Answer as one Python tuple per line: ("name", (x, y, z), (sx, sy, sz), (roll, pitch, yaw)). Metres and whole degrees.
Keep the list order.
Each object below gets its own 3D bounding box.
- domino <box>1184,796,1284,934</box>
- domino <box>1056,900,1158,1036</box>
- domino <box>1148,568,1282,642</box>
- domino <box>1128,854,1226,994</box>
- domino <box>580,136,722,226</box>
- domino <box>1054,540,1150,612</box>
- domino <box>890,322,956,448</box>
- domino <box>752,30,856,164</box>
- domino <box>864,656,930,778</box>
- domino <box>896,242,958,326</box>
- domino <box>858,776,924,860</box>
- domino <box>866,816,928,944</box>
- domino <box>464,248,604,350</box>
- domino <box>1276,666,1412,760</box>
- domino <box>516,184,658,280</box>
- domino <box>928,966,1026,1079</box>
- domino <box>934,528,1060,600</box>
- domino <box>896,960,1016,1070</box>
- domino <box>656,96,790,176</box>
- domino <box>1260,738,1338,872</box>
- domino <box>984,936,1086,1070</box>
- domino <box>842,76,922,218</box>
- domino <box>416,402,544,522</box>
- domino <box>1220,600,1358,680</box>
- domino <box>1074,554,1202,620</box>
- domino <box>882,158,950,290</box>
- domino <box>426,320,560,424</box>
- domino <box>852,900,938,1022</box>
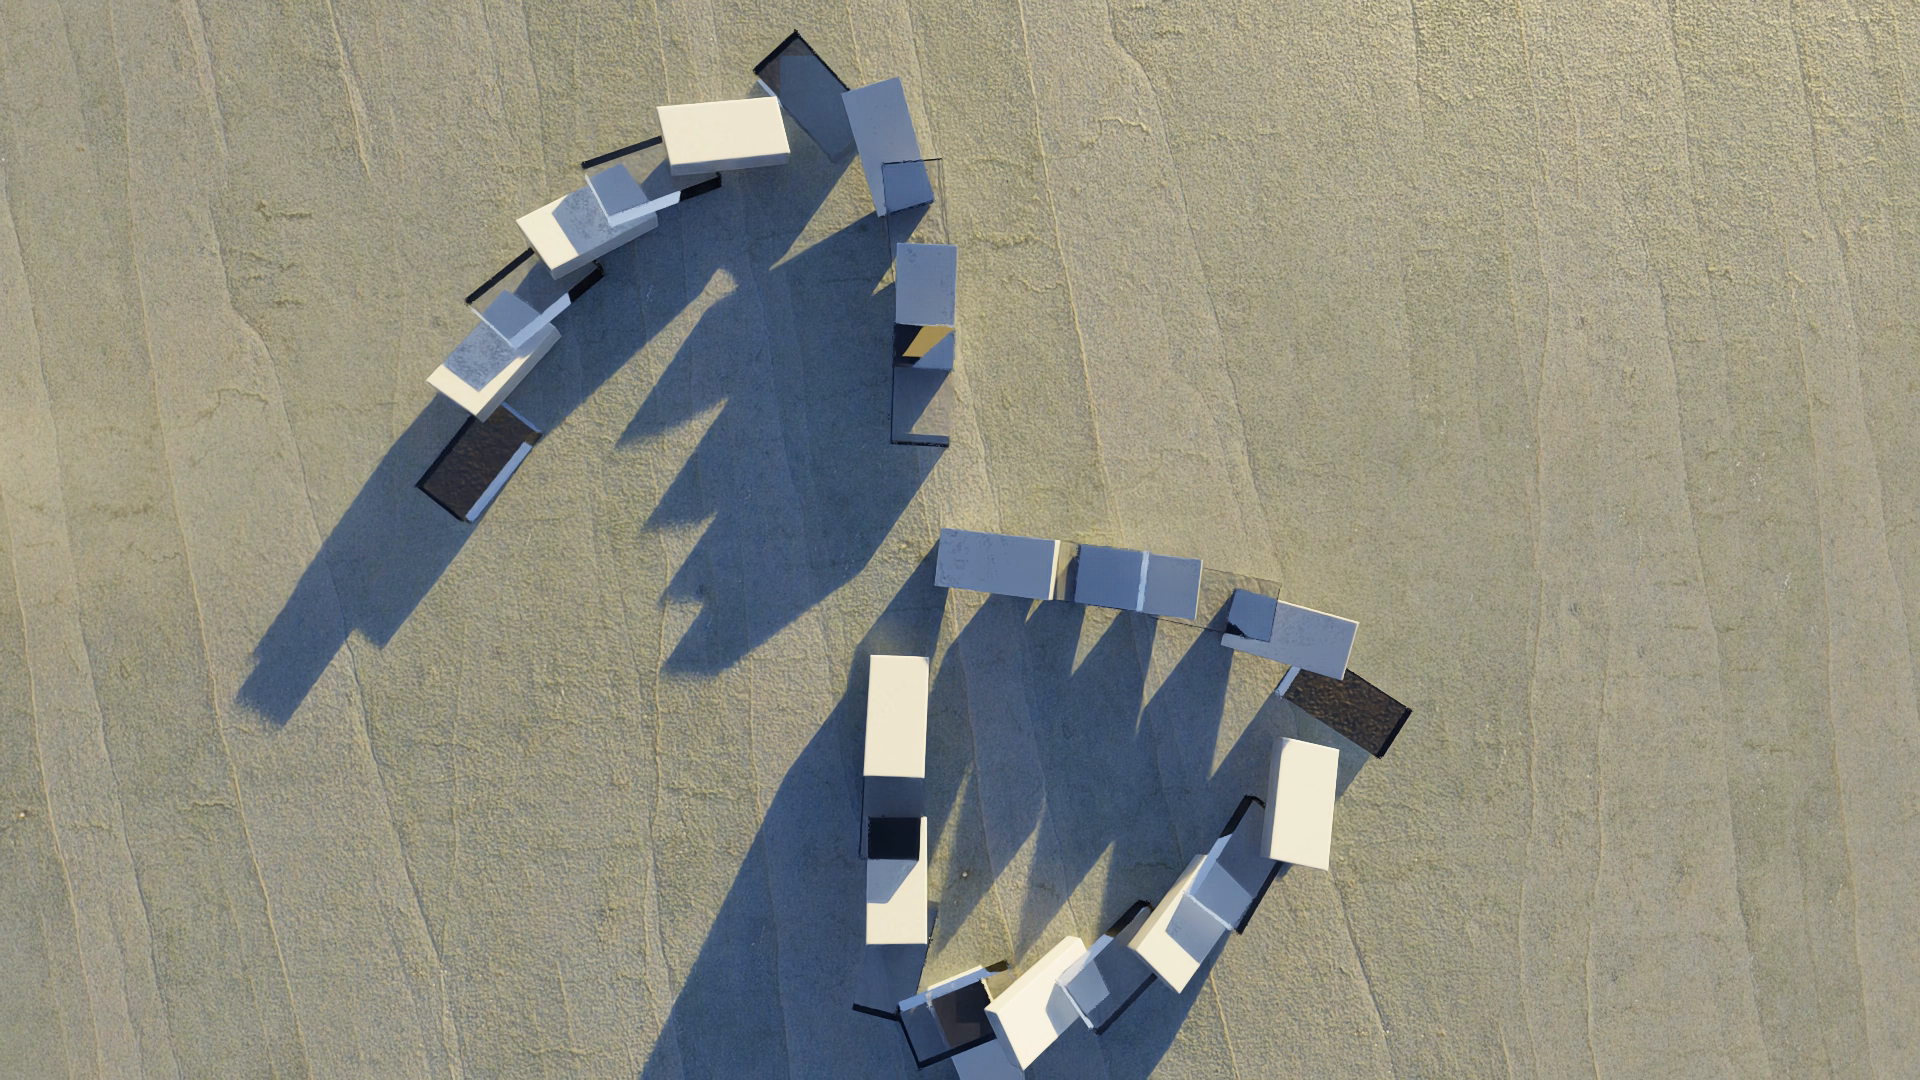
("domino", (0.120, 0.137, 0.388), (0.025, 0.009, 0.050), (39, 73, 0))
("domino", (0.068, 0.179, 0.386), (0.050, 0.010, 0.025), (-34, 90, -22))
("domino", (0.107, 0.025, 0.388), (0.050, 0.009, 0.025), (11, 90, 17))
("domino", (0.097, 0.161, 0.387), (0.025, 0.010, 0.050), (45, 71, 0))
("domino", (-0.130, -0.155, 0.388), (0.050, 0.010, 0.025), (-28, 90, -17))
("domino", (0.052, 0.014, 0.385), (0.050, 0.009, 0.025), (7, 90, 26))
("domino", (-0.016, -0.066, 0.388), (0.025, 0.010, 0.050), (3, 107, 0))
("domino", (-0.062, -0.191, 0.395), (0.025, 0.010, 0.050), (-43, 90, 0))
("domino", (-0.027, 0.075, 0.388), (0.025, 0.010, 0.050), (2, 74, 0))
("domino", (-0.014, -0.099, 0.388), (0.025, 0.010, 0.050), (2, 107, 0))
("domino", (-0.028, 0.109, 0.388), (0.025, 0.010, 0.050), (2, 74, 0))
("domino", (-0.027, 0.144, 0.388), (0.025, 0.009, 0.050), (-1, 73, -1))
("domino", (-0.179, -0.107, 0.388), (0.025, 0.009, 0.050), (42, 73, 0))
("domino", (0.165, 0.070, 0.395), (0.050, 0.009, 0.025), (33, 90, 0))
("domino", (-0.157, -0.134, 0.388), (0.050, 0.010, 0.025), (-36, 90, -17))
("domino", (0.007, 0.214, 0.395), (0.025, 0.009, 0.050), (-22, 90, 0))
("domino", (0.016, 0.010, 0.388), (0.050, 0.009, 0.025), (7, 90, 17))
("domino", (0.001, 0.199, 0.386), (0.050, 0.010, 0.025), (-22, 90, 0))
("domino", (-0.100, -0.171, 0.388), (0.050, 0.010, 0.025), (-13, 88, -16))
("domino", (0.144, 0.111, 0.388), (0.025, 0.009, 0.050), (13, 74, -3))
("domino", (0.036, 0.192, 0.382), (0.050, 0.009, 0.025), (-25, 90, -35))
("domino", (-0.030, -0.166, 0.389), (0.025, 0.009, 0.050), (-17, 106, 0))
("domino", (-0.207, -0.035, 0.395), (0.025, 0.009, 0.050), (38, 90, 0))
("domino", (0.139, 0.040, 0.389), (0.050, 0.009, 0.025), (16, 90, 16))
("domino", (0.076, 0.018, 0.388), (0.050, 0.009, 0.025), (7, 90, 17))
("domino", (-0.018, -0.133, 0.388), (0.025, 0.010, 0.050), (-5, 107, 0))
("domino", (-0.197, -0.077, 0.389), (0.025, 0.010, 0.050), (35, 76, 0))
("domino", (-0.028, 0.179, 0.395), (0.025, 0.010, 0.050), (15, 90, 0))
